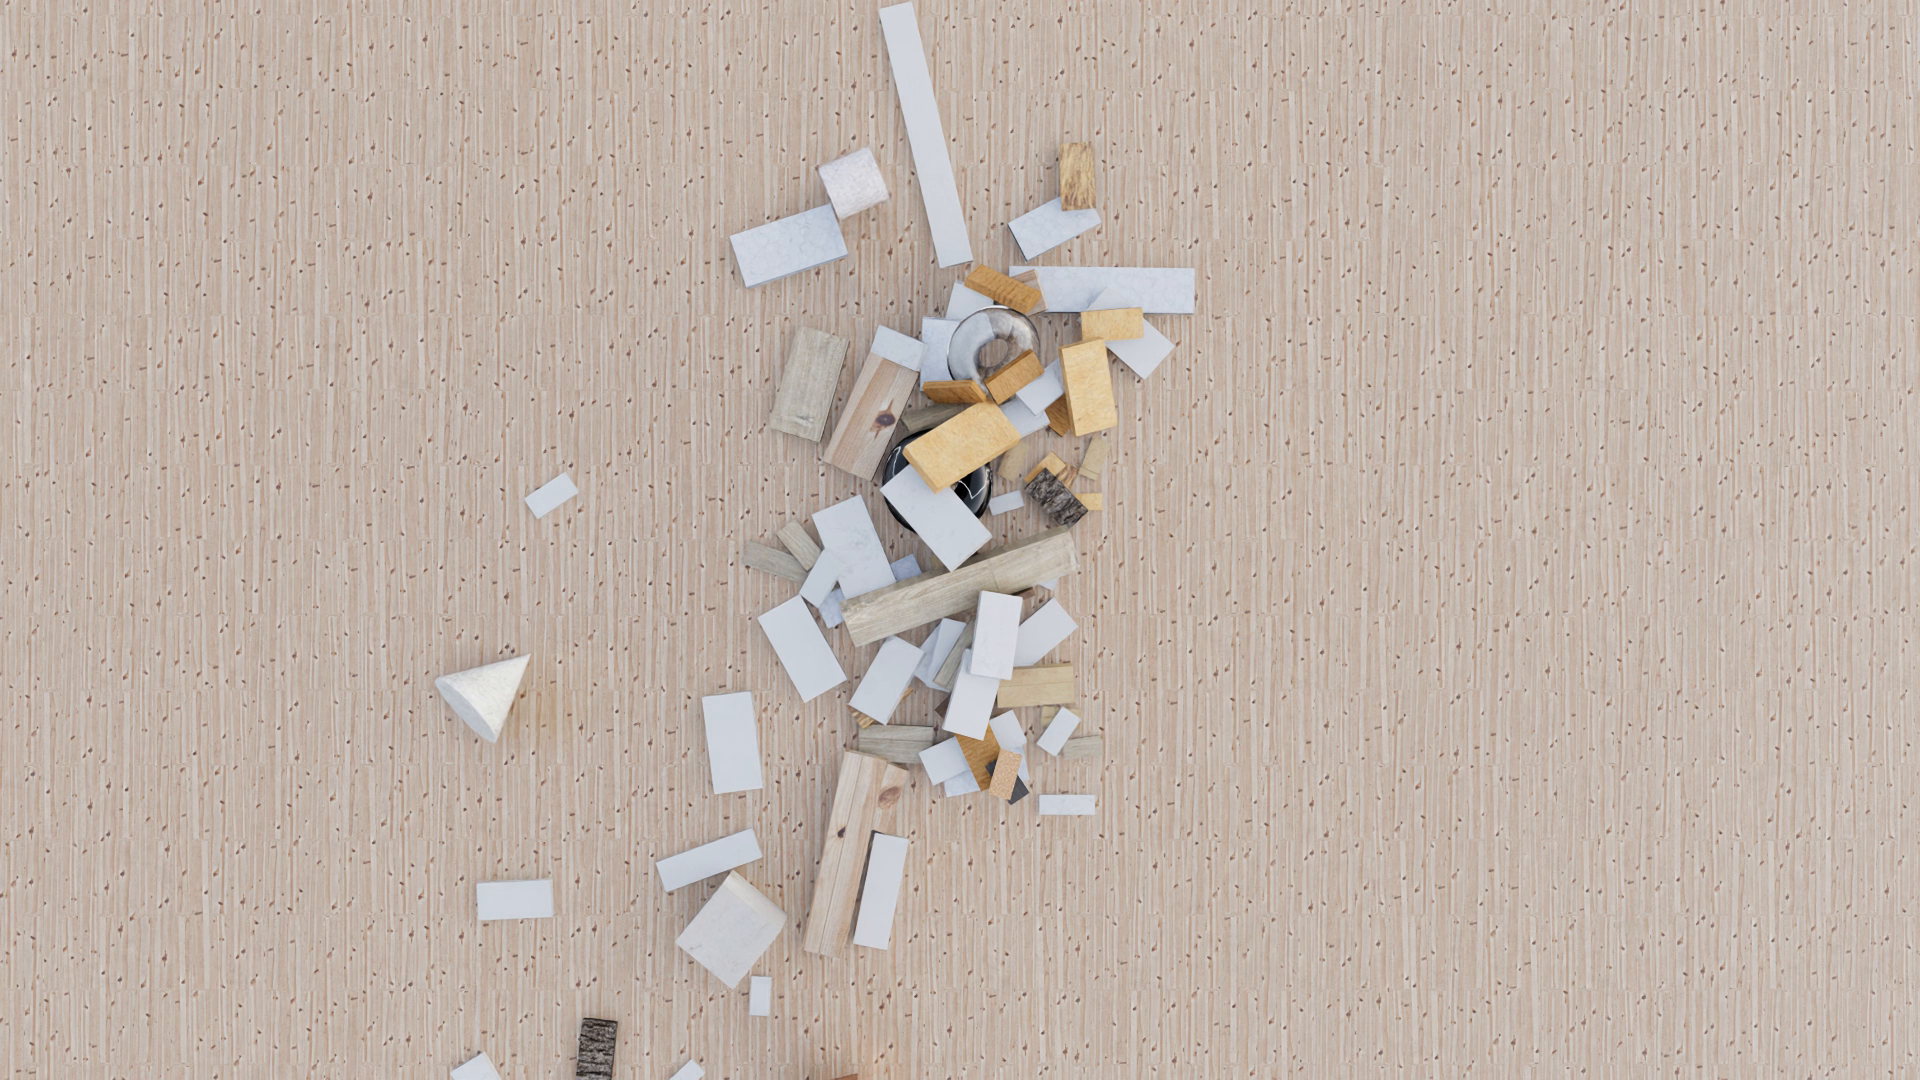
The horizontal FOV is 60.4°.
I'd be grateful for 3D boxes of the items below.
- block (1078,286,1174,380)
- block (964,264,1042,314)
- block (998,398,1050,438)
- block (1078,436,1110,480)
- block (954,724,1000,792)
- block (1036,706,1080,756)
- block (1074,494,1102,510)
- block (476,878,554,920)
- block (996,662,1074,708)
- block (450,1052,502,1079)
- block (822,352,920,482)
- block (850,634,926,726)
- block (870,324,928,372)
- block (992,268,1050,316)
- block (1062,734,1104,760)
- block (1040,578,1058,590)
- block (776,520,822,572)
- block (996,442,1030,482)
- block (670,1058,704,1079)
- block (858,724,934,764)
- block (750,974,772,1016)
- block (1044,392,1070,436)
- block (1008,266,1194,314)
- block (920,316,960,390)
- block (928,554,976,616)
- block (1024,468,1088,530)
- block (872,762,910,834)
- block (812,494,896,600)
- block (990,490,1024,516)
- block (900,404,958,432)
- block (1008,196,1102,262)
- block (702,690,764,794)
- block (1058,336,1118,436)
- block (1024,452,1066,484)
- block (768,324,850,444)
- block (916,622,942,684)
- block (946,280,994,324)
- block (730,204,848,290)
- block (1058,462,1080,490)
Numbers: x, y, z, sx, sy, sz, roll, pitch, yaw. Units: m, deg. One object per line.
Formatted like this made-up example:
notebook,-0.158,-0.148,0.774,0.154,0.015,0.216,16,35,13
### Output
block,0.548,-0.684,5.450,0.297,0.042,0.149,40,98,-7
block,0.140,-0.816,5.358,0.226,0.113,0.032,27,131,12
block,0.164,-0.387,5.459,0.243,0.034,0.121,-27,78,6
block,0.448,-0.271,5.491,0.066,0.019,0.132,22,90,0
block,0.073,0.693,5.410,0.117,0.033,0.234,-25,85,-1
block,0.327,0.635,5.471,0.075,0.021,0.150,35,90,0
block,0.417,-0.126,5.492,0.112,0.016,0.056,-2,90,0
block,-1.478,1.194,5.483,0.243,0.034,0.121,-3,90,0
block,0.247,0.480,5.457,0.255,0.036,0.127,-4,105,-4
block,-1.576,1.838,5.483,0.122,0.034,0.243,-31,90,0
block,-0.295,-0.407,5.475,0.177,0.050,0.393,24,90,0
block,-0.238,0.459,5.441,0.136,0.039,0.272,27,81,16
block,-0.200,-0.633,5.435,0.189,0.027,0.095,25,104,27
block,0.141,-0.781,5.441,0.277,0.039,0.139,-17,90,17
block,0.408,0.690,5.491,0.131,0.018,0.065,-8,90,0
block,0.247,0.094,5.488,0.172,0.024,0.086,24,90,0
block,-0.528,0.019,5.474,0.081,0.023,0.162,-39,84,-10
block,0.177,-0.266,5.491,0.066,0.019,0.132,23,90,0
block,-0.918,1.794,5.491,0.128,0.018,0.064,-43,90,0
block,-0.212,0.676,5.483,0.243,0.034,0.122,2,90,0
block,-0.664,1.516,5.491,0.064,0.018,0.128,4,90,0
block,0.371,-0.474,5.483,0.122,0.034,0.243,39,90,0
block,0.468,-0.829,5.479,0.613,0.042,0.148,1,90,0
block,-0.065,-0.609,5.434,0.122,0.034,0.243,5,112,5
block,-0.020,0.138,5.485,0.105,0.030,0.210,-20,90,0
block,0.319,-0.134,5.467,0.201,0.028,0.100,45,99,-4
block,-0.261,0.848,5.466,0.114,0.032,0.228,19,98,-2
block,-0.341,0.047,5.454,0.176,0.050,0.352,-23,83,0
block,0.153,-0.124,5.492,0.112,0.016,0.056,-17,90,0
block,-0.102,-0.411,5.441,0.175,0.088,0.025,-23,118,-10
block,0.314,-1.051,5.480,0.277,0.039,0.139,-27,90,0
block,-0.753,0.671,5.477,0.161,0.046,0.322,-7,90,0
block,0.419,-0.504,5.414,0.148,0.042,0.297,-16,110,-13
block,0.282,-0.226,5.481,0.132,0.019,0.066,-44,90,9
block,-0.500,-0.517,5.475,0.177,0.050,0.354,16,90,0
block,-0.078,0.373,5.485,0.103,0.029,0.206,39,90,0
block,0.017,-0.701,5.428,0.139,0.039,0.277,16,112,1
block,-0.566,-0.975,5.475,0.354,0.050,0.177,-18,90,0
block,0.350,-0.196,5.492,0.056,0.016,0.112,24,90,0
